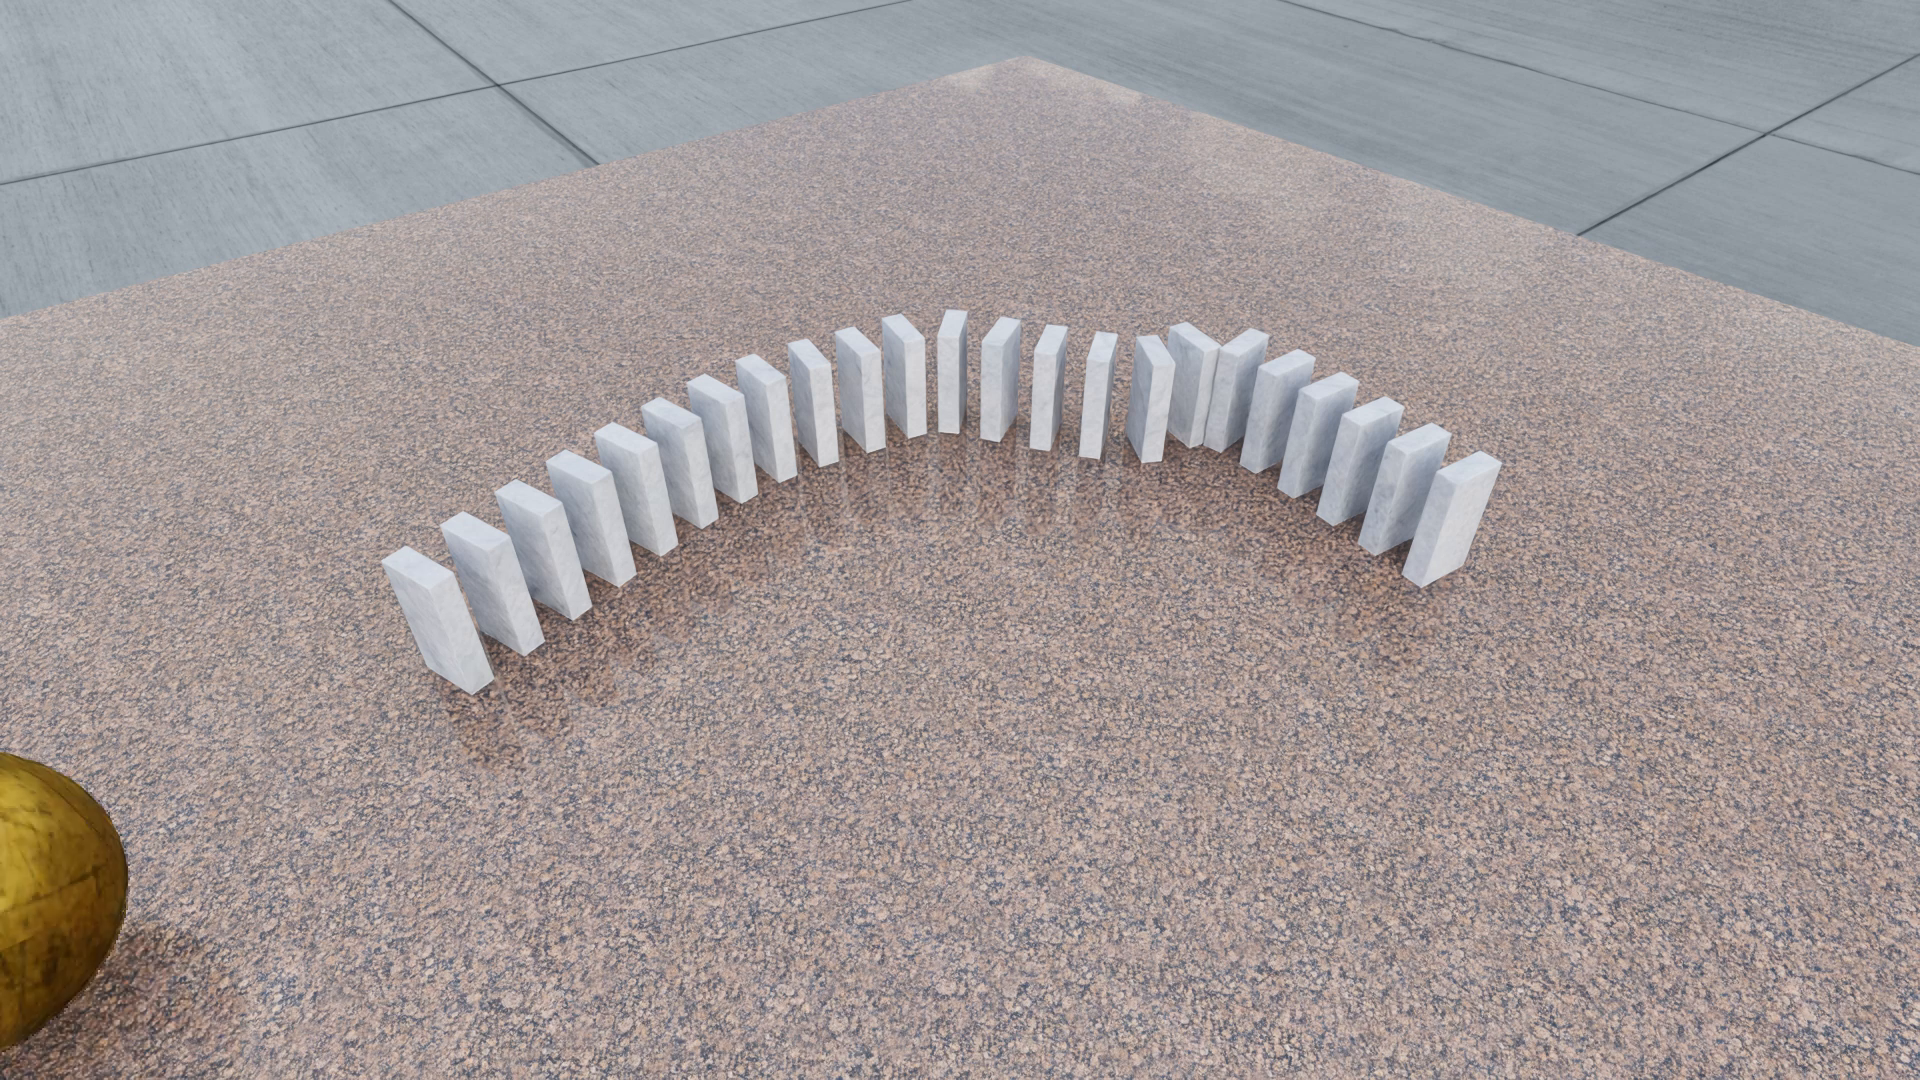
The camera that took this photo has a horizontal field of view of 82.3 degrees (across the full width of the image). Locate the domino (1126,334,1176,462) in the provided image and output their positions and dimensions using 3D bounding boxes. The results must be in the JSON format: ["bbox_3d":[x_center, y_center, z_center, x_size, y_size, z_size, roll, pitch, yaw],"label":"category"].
[{"bbox_3d":[0.084,-0.062,0.487,0.010,0.050,0.025,-6,40,-7],"label":"domino"}]

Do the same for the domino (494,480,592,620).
[{"bbox_3d":[-0.153,0.004,0.406,0.025,0.050,0.010,23,45,26],"label":"domino"}]

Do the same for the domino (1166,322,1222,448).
[{"bbox_3d":[0.103,-0.070,0.497,0.009,0.050,0.025,-19,43,-22],"label":"domino"}]

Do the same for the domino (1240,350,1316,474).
[{"bbox_3d":[0.138,-0.056,0.479,0.025,0.050,0.009,-25,46,-27],"label":"domino"}]

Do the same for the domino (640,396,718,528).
[{"bbox_3d":[-0.114,-0.031,0.449,0.025,0.050,0.010,27,46,29],"label":"domino"}]

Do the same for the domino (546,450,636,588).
[{"bbox_3d":[-0.141,-0.008,0.421,0.025,0.050,0.009,23,45,26],"label":"domino"}]

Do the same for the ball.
[{"bbox_3d":[-0.258,0.093,0.275,0.080,0.080,0.080,0,39,0],"label":"ball"}]

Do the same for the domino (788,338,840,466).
[{"bbox_3d":[-0.065,-0.060,0.485,0.009,0.050,0.025,-19,43,-22],"label":"domino"}]

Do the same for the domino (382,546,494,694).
[{"bbox_3d":[-0.178,0.028,0.377,0.025,0.050,0.010,23,45,25],"label":"domino"}]

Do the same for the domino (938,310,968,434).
[{"bbox_3d":[-0.003,-0.077,0.506,0.009,0.050,0.025,6,40,7],"label":"domino"}]

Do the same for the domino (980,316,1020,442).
[{"bbox_3d":[0.018,-0.073,0.500,0.010,0.050,0.025,14,41,16],"label":"domino"}]

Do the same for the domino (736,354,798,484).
[{"bbox_3d":[-0.083,-0.052,0.475,0.009,0.050,0.025,-27,47,-29],"label":"domino"}]

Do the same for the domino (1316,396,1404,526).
[{"bbox_3d":[0.163,-0.032,0.450,0.025,0.050,0.010,-22,44,-25],"label":"domino"}]

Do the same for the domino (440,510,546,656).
[{"bbox_3d":[-0.166,0.016,0.392,0.025,0.050,0.010,23,44,25],"label":"domino"}]

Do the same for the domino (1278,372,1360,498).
[{"bbox_3d":[0.151,-0.044,0.465,0.025,0.050,0.010,-23,45,-25],"label":"domino"}]

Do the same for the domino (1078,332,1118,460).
[{"bbox_3d":[0.062,-0.064,0.490,0.009,0.050,0.025,10,40,11],"label":"domino"}]

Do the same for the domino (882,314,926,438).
[{"bbox_3d":[-0.025,-0.075,0.503,0.009,0.050,0.025,-18,43,-20],"label":"domino"}]

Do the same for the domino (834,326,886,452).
[{"bbox_3d":[-0.045,-0.067,0.493,0.009,0.050,0.025,-21,44,-24],"label":"domino"}]

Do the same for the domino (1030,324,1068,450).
[{"bbox_3d":[0.040,-0.068,0.495,0.010,0.050,0.025,10,40,12],"label":"domino"}]

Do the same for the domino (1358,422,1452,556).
[{"bbox_3d":[0.176,-0.020,0.436,0.025,0.050,0.009,-22,44,-24],"label":"domino"}]

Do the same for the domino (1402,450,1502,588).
[{"bbox_3d":[0.188,-0.007,0.421,0.025,0.050,0.010,-22,44,-24],"label":"domino"}]

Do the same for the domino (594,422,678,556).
[{"bbox_3d":[-0.128,-0.020,0.435,0.025,0.050,0.009,24,45,27],"label":"domino"}]

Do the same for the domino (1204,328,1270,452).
[{"bbox_3d":[0.124,-0.067,0.493,0.009,0.050,0.025,31,48,32],"label":"domino"}]

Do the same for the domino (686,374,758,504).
[{"bbox_3d":[-0.100,-0.042,0.463,0.025,0.050,0.009,29,48,31],"label":"domino"}]
